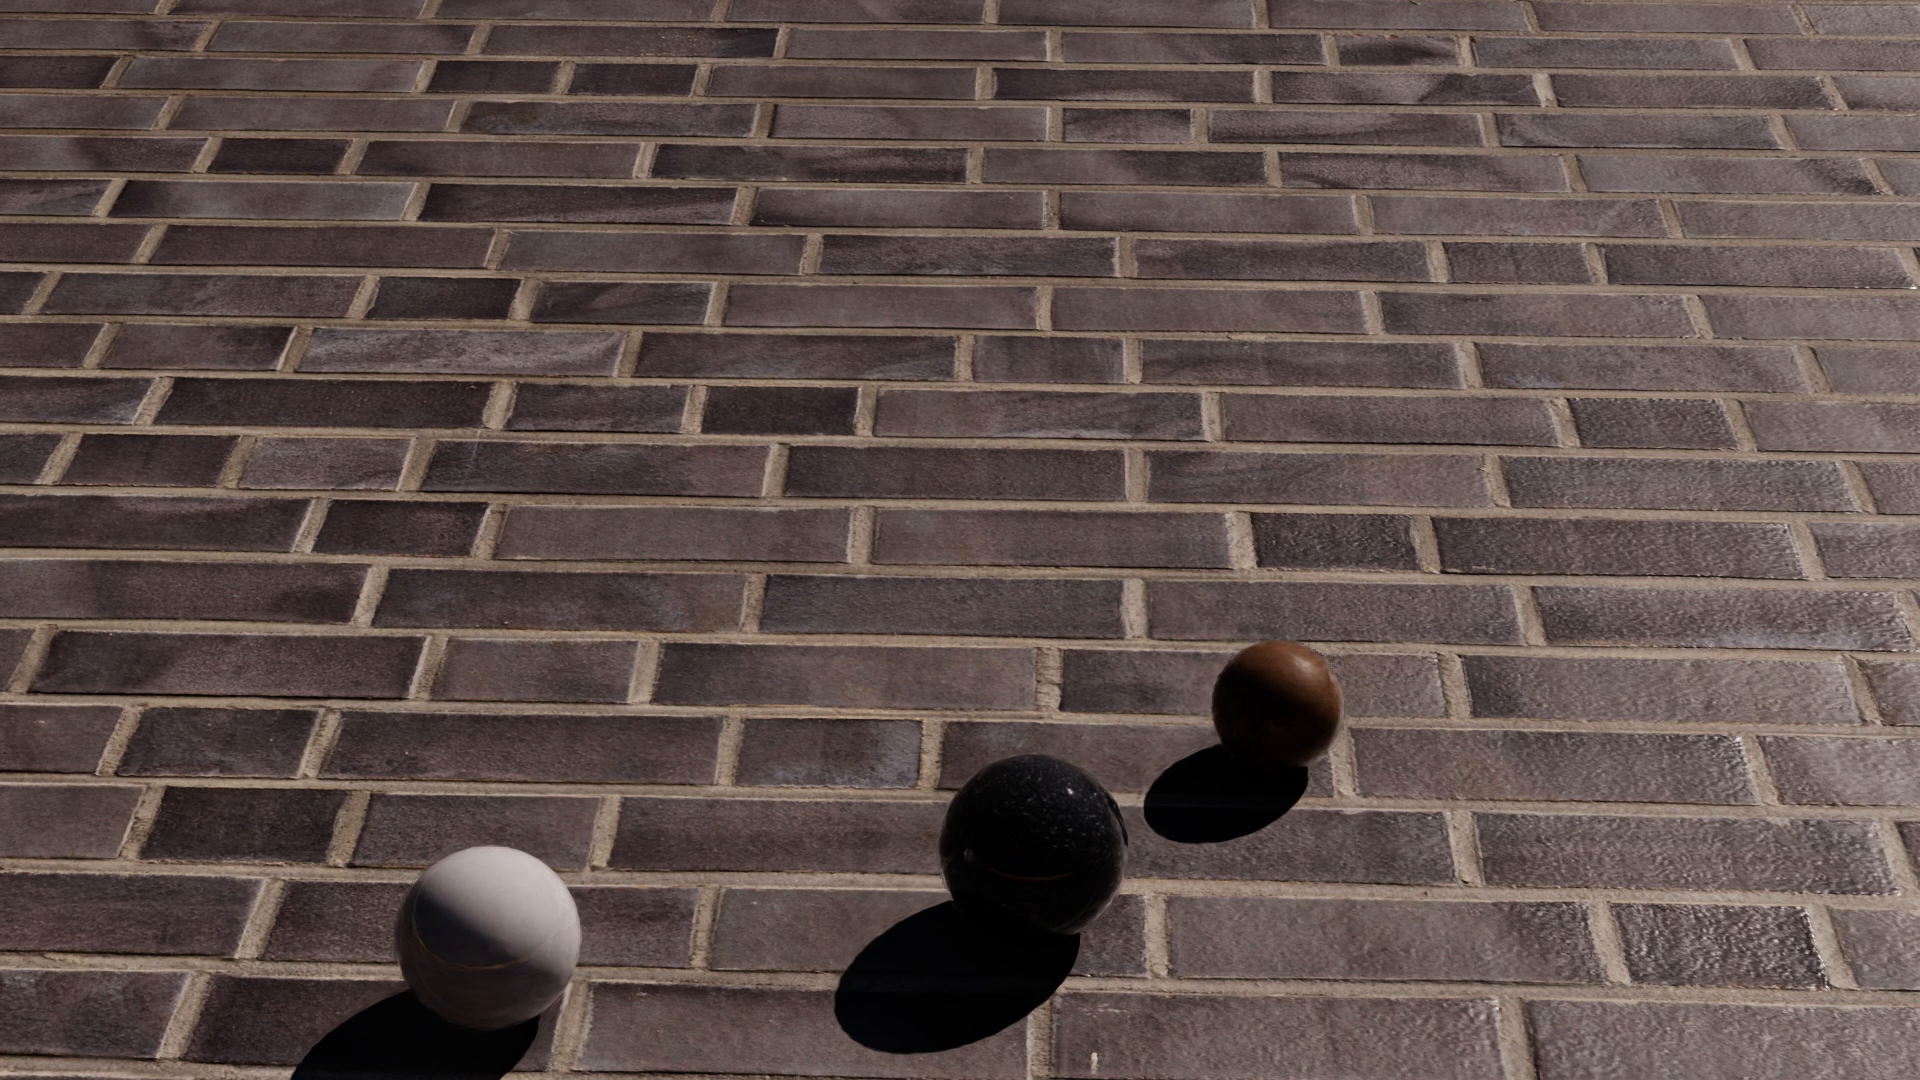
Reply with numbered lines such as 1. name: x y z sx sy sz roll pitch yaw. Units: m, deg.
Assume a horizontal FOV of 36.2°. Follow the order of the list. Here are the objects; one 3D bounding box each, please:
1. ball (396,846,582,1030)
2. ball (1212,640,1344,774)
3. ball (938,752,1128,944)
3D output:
1. ball: -0.202 0.171 1.264 0.079 0.079 0.079 0 33 0
2. ball: 0.153 0.080 1.419 0.064 0.064 0.064 0 33 0
3. ball: 0.033 0.137 1.311 0.085 0.085 0.085 0 33 0
